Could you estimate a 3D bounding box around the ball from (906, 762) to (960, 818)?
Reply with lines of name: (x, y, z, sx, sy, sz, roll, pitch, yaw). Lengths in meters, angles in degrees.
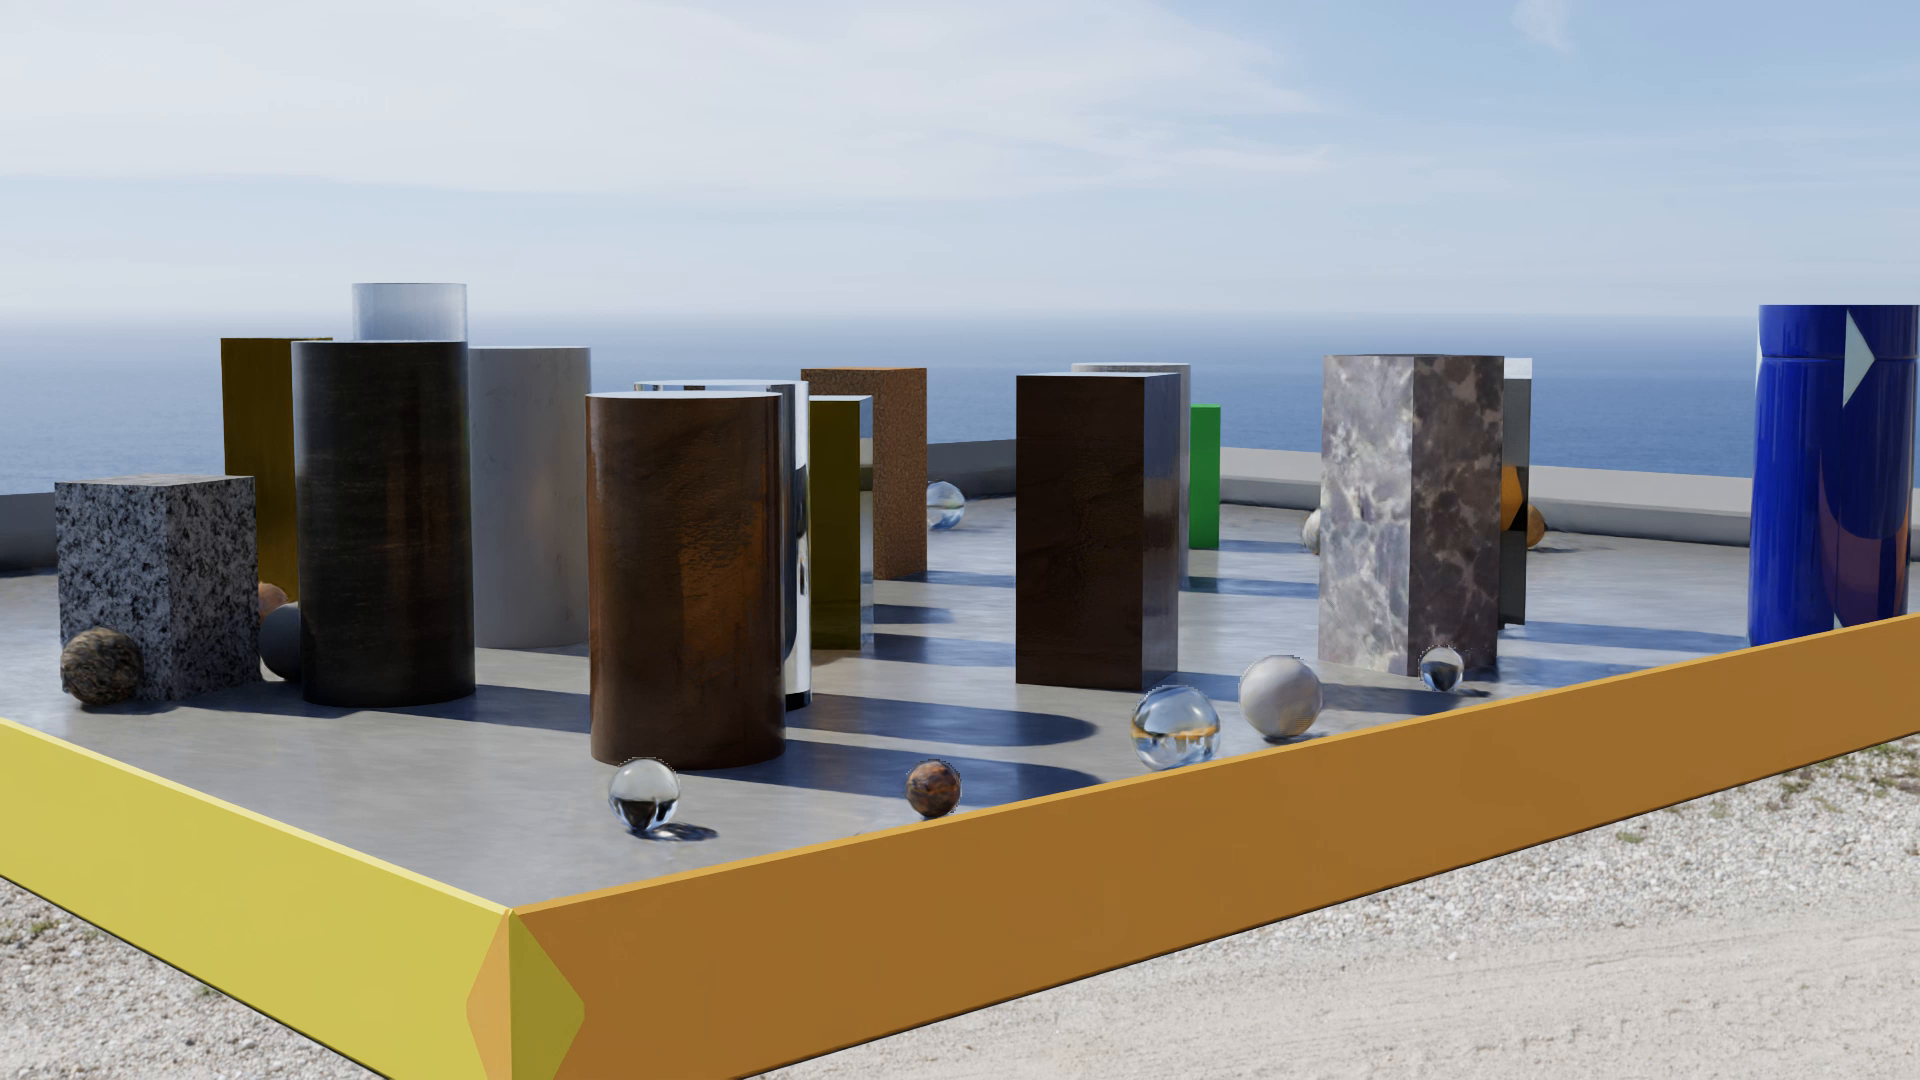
ball: (-0.023, 0.220, 1.937, 0.049, 0.049, 0.049, 0, 6, 0)

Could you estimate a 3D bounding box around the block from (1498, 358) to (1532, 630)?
block: (0.689, -0.067, 3.096, 0.157, 0.377, 0.157, -6, 8, -44)

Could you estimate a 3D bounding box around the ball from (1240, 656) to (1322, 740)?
ball: (0.334, 0.164, 2.289, 0.086, 0.086, 0.086, 0, 6, 0)

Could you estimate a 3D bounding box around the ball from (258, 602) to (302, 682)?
ball: (-0.795, 0.122, 2.645, 0.096, 0.096, 0.096, 0, 6, 0)

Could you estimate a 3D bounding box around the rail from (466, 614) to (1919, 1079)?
rail: (0.960, 0.141, 2.298, 3.303, 0.127, 0.045, -5, 8, -42)

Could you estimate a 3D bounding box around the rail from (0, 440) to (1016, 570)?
rail: (-0.960, -0.075, 4.366, 3.303, 0.127, 0.045, -5, 8, -42)

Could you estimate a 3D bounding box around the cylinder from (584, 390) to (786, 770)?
cylinder: (-0.275, 0.034, 2.210, 0.196, 0.361, 0.196, 0, 6, 0)

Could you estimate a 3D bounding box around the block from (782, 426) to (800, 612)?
block: (-0.321, -0.033, 3.310, 0.157, 0.266, 0.157, 0, 6, -3)

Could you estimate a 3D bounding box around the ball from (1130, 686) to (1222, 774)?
ball: (0.206, 0.184, 2.102, 0.086, 0.086, 0.086, 0, 6, 0)

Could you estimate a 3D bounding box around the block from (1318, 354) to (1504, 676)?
block: (0.566, -0.038, 2.769, 0.157, 0.388, 0.157, -4, 7, -34)

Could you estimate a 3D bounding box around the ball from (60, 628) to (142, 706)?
ball: (-0.970, 0.143, 2.485, 0.088, 0.088, 0.088, 0, 6, 0)

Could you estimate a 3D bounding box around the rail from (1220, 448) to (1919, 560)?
rail: (1.196, -0.082, 4.430, 0.045, 0.127, 2.877, -5, 8, -42)

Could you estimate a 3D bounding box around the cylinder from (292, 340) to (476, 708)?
cylinder: (-0.665, -0.025, 2.543, 0.196, 0.409, 0.196, 0, 6, 0)

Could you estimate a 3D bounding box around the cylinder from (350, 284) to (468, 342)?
cylinder: (-0.956, -0.201, 3.843, 0.196, 0.490, 0.196, 0, 6, 0)

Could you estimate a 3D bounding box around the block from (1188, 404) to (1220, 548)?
block: (0.418, -0.126, 4.207, 0.157, 0.263, 0.157, 1, 6, 7)

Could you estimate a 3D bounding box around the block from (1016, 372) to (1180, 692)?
block: (0.168, -0.016, 2.657, 0.157, 0.368, 0.157, 2, 6, 21)

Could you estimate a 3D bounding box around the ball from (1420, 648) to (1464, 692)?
ball: (0.565, 0.151, 2.576, 0.052, 0.052, 0.052, 0, 6, 0)

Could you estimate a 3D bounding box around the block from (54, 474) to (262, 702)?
block: (-0.944, 0.051, 2.597, 0.157, 0.246, 0.157, 2, 6, 20)

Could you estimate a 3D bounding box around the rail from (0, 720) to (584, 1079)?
rail: (-1.196, 0.148, 2.234, 0.045, 0.127, 2.877, -5, 8, -42)

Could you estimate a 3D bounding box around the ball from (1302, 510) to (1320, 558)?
ball: (0.662, -0.012, 3.939, 0.094, 0.094, 0.094, 0, 6, 0)

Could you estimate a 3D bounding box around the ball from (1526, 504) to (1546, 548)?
ball: (1.048, -0.026, 4.103, 0.086, 0.086, 0.086, 0, 6, 0)

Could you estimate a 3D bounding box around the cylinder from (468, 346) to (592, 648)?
cylinder: (-0.596, -0.063, 2.977, 0.196, 0.395, 0.196, 0, 6, 0)

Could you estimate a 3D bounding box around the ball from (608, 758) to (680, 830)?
ball: (-0.271, 0.219, 1.889, 0.061, 0.061, 0.061, 0, 6, 0)

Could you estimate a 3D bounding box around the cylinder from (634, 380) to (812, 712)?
cylinder: (-0.267, 0.004, 2.488, 0.196, 0.364, 0.196, 0, 6, 0)

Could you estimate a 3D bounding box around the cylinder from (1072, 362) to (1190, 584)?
cylinder: (0.280, -0.111, 3.619, 0.196, 0.357, 0.196, 0, 6, 0)

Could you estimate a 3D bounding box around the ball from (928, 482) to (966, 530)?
ball: (-0.038, -0.069, 4.457, 0.098, 0.098, 0.098, 0, 6, 0)

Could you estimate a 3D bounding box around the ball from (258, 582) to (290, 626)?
ball: (-0.949, 0.096, 2.986, 0.077, 0.077, 0.077, 0, 6, 0)

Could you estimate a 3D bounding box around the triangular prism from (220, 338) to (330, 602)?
triangular prism: (-0.992, -0.103, 3.321, 0.170, 0.403, 0.147, 2, 6, 22)

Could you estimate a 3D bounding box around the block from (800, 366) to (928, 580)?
block: (-0.161, -0.117, 3.724, 0.157, 0.347, 0.157, 3, 7, 25)

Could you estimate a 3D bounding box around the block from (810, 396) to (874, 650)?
block: (-0.203, -0.027, 2.956, 0.157, 0.328, 0.157, 0, 6, 4)

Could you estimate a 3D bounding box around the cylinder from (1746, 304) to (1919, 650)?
cylinder: (1.138, -0.080, 2.871, 0.196, 0.451, 0.196, 0, 6, 0)
